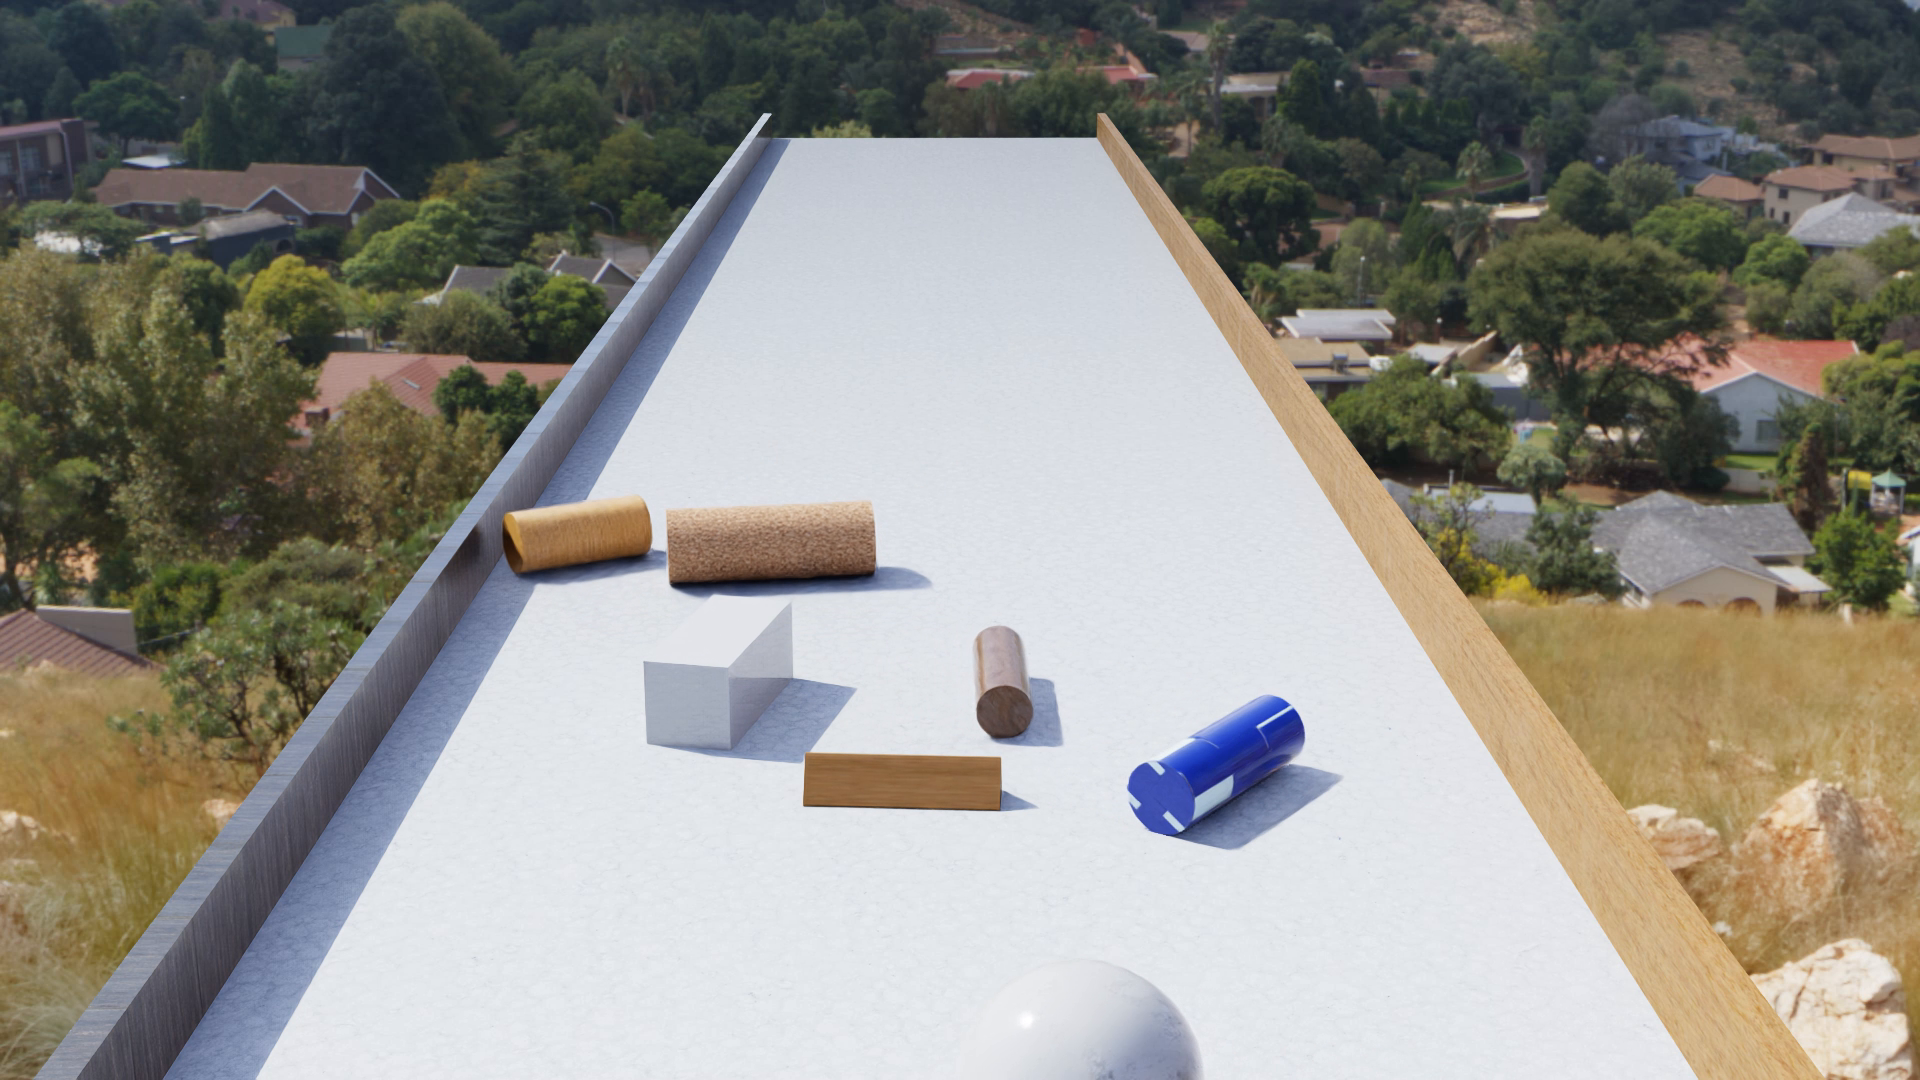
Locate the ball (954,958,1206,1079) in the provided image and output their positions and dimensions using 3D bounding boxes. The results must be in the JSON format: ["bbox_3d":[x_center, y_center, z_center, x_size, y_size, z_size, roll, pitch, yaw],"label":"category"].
[{"bbox_3d":[0.140,0.638,2.564,0.295,0.295,0.295,0,17,0],"label":"ball"}]

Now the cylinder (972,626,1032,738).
[{"bbox_3d":[0.078,0.265,4.155,0.104,0.104,0.338,0,17,-1],"label":"cylinder"}]

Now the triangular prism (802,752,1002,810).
[{"bbox_3d":[-0.097,0.401,3.735,0.333,0.078,0.090,1,17,3],"label":"triangular prism"}]

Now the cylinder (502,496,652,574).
[{"bbox_3d":[-0.874,-0.013,5.030,0.310,0.139,0.139,-9,19,-29],"label":"cylinder"}]

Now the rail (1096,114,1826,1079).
[{"bbox_3d":[0.932,-0.844,7.801,0.050,0.150,12.000,0,17,-1],"label":"rail"}]

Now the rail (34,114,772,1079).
[{"bbox_3d":[-1.118,-0.838,7.780,0.050,0.150,12.000,0,17,-1],"label":"rail"}]

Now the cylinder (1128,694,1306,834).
[{"bbox_3d":[0.440,0.378,3.735,0.126,0.126,0.381,12,20,35],"label":"cylinder"}]

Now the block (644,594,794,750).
[{"bbox_3d":[-0.447,0.243,4.129,0.159,0.159,0.393,4,17,12],"label":"block"}]

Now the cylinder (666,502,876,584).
[{"bbox_3d":[-0.424,0.006,4.921,0.457,0.164,0.164,-2,17,-8],"label":"cylinder"}]
